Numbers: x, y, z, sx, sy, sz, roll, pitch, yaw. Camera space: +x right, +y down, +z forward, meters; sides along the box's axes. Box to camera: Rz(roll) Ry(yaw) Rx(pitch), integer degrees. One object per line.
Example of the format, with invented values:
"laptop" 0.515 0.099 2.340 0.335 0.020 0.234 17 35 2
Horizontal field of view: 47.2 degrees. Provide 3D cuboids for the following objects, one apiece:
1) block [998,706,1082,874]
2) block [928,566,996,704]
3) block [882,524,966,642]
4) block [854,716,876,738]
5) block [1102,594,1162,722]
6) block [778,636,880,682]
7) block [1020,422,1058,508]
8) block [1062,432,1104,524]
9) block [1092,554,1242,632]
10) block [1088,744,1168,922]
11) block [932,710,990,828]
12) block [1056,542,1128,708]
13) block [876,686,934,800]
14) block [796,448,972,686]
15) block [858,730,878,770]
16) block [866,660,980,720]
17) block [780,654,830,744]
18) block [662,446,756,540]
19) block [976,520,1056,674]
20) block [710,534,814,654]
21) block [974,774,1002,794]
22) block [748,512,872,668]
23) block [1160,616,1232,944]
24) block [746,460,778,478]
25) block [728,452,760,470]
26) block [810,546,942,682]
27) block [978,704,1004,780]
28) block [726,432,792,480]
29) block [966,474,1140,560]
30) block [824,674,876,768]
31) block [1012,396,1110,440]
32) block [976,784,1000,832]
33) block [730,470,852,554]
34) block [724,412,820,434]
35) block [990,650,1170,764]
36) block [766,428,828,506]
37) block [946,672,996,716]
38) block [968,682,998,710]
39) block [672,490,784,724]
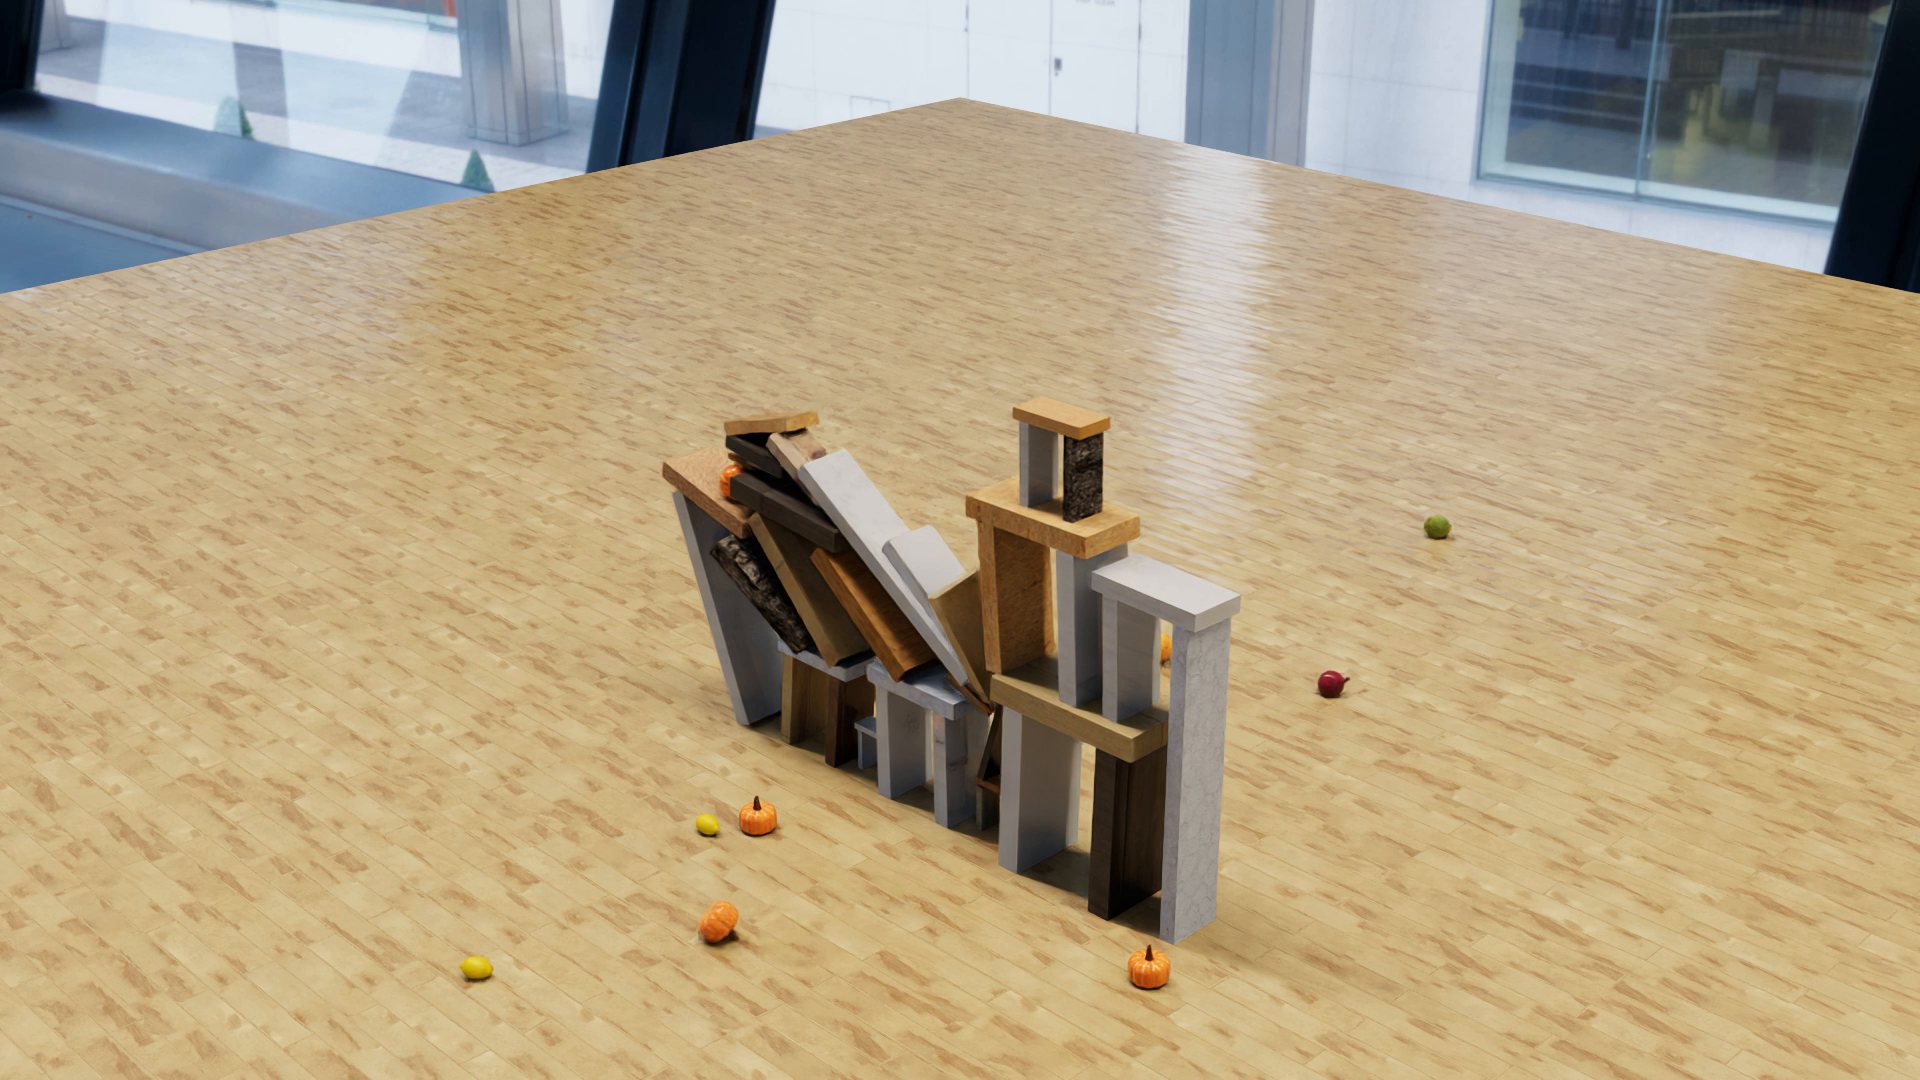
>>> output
"block" 0.157 0.454 4.242 0.049 0.349 0.175 23 32 40
"block" 0.044 0.183 4.240 0.118 0.237 0.034 -33 16 -22
"block" -0.040 0.084 4.344 0.118 0.034 0.237 -20 65 -40
"block" -0.172 0.394 4.583 0.091 0.013 0.045 21 31 41
"block" 0.310 0.196 3.964 0.034 0.241 0.121 19 29 42
"block" -0.272 0.234 4.616 0.107 0.030 0.214 -21 31 -41
"block" 0.144 -0.147 4.005 0.023 0.162 0.081 20 30 41
"block" 0.220 -0.118 3.935 0.023 0.162 0.081 20 30 41
"block" 0.361 0.091 3.861 0.121 0.034 0.241 -20 31 -39
"block" 0.322 0.518 4.091 0.175 0.349 0.049 -21 32 -41
"block" 0.004 0.440 4.404 0.124 0.248 0.035 -21 29 -41
"block" 0.244 0.141 4.020 0.042 0.298 0.149 18 29 42
"block" -0.113 0.395 4.512 0.124 0.248 0.035 -21 30 -41
"block" -0.116 0.050 4.377 0.118 0.034 0.556 -23 68 -41
"block" -0.194 0.433 4.623 0.013 0.091 0.045 21 31 41
"block" -0.057 0.286 4.405 0.124 0.035 0.248 -21 31 -40
"block" -0.331 0.325 4.718 0.107 0.214 0.030 -21 36 -41
"block" -0.496 -0.104 4.704 0.141 0.040 0.283 -20 43 -39
"block" 0.107 0.089 4.149 0.042 0.298 0.149 15 27 43
"block" -0.385 0.098 4.623 0.283 0.040 0.141 49 38 6
"block" 0.083 0.482 4.348 0.100 0.014 0.050 20 28 39
"block" -0.287 0.080 4.574 0.159 0.357 0.045 -21 -14 -40
"block" 0.421 0.424 3.941 0.034 0.640 0.121 21 31 40
"block" -0.398 -0.158 4.581 0.092 0.013 0.046 24 31 32
"block" -0.443 -0.169 4.634 0.046 0.013 0.092 -16 29 -40
"block" -0.149 0.126 4.445 0.159 0.045 0.318 -21 68 -40
"block" 0.092 0.348 4.285 0.059 0.288 0.017 -17 44 -38
"block" -0.393 -0.181 4.585 0.094 0.027 0.189 -16 33 -41
"block" 0.168 -0.045 4.024 0.298 0.042 0.149 21 31 41
"block" -0.229 0.365 4.625 0.107 0.214 0.030 -21 37 -41
"block" 0.181 -0.219 3.935 0.162 0.023 0.081 21 30 41
"block" 0.056 0.528 4.388 0.050 0.100 0.014 -21 31 -39
"block" -0.309 -0.074 4.533 0.318 0.045 0.159 27 35 37
"block" -0.394 -0.245 4.596 0.189 0.027 0.094 0 12 42
"block" 0.243 0.303 4.085 0.175 0.049 0.349 -21 31 -41
"block" -0.305 -0.151 4.500 0.095 0.027 0.189 -18 55 -39
"block" 0.036 0.293 4.319 0.119 0.017 0.059 41 42 25
"block" 0.054 0.283 4.310 0.059 0.017 0.119 -23 54 -41
"block" -0.491 0.130 4.807 0.141 0.527 0.040 -21 9 -41
